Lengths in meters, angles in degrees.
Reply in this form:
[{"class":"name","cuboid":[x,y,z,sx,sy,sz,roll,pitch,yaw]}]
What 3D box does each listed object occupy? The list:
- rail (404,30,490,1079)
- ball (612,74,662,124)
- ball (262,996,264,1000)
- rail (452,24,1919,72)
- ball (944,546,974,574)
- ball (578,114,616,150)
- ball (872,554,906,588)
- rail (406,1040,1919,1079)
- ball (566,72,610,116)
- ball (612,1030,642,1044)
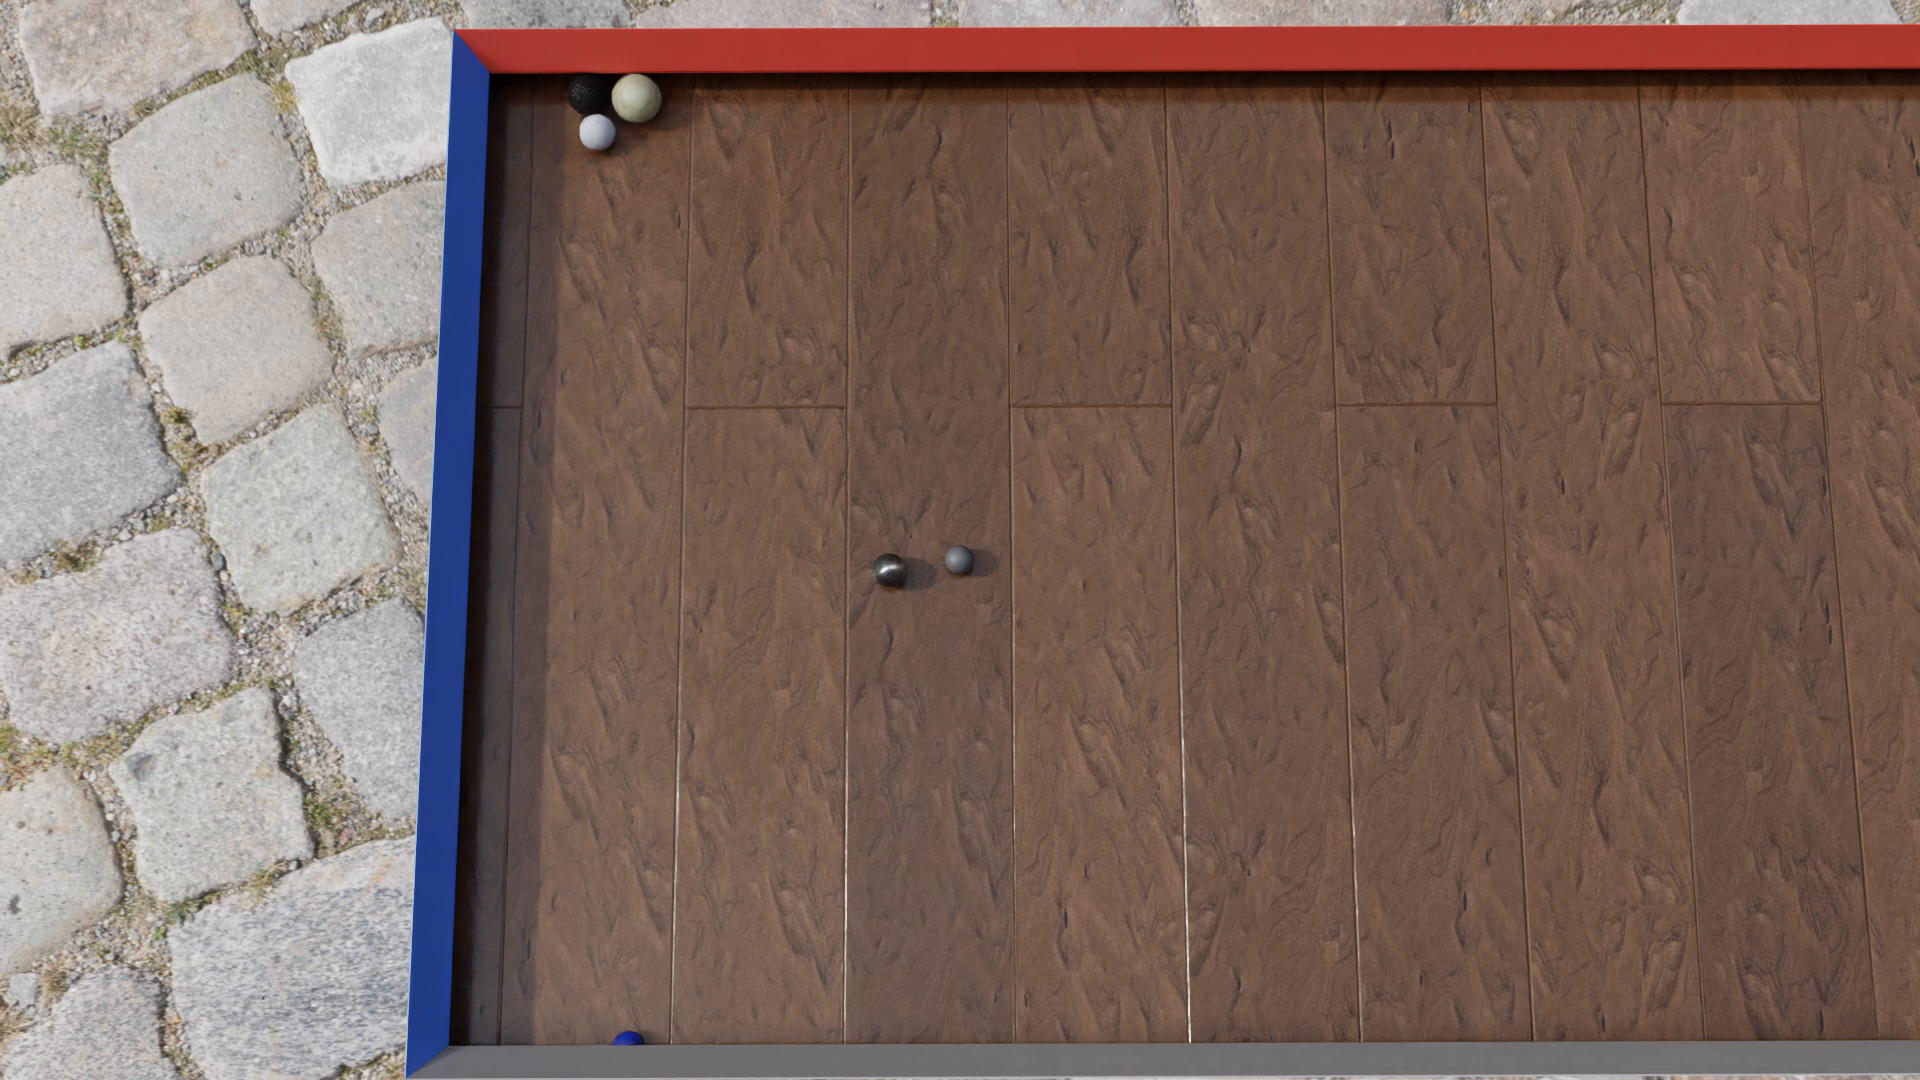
[{"class":"rail","cuboid":[-0.752,-0.004,3.274,0.045,0.123,1.568,0,78,0]},{"class":"ball","cuboid":[-0.506,-0.691,3.440,0.077,0.077,0.077,0,78,0]},{"class":"ball","cuboid":[-20.761,13.649,65.540,0.095,0.095,0.095,0,78,0]},{"class":"rail","cuboid":[0.773,-0.755,3.428,3.104,0.123,0.045,0,78,0]},{"class":"ball","cuboid":[-0.001,0.030,3.309,0.044,0.044,0.044,0,78,0]},{"class":"ball","cuboid":[-0.568,-0.638,3.439,0.057,0.057,0.057,0,78,0]},{"class":"ball","cuboid":[-0.106,0.046,3.301,0.052,0.052,0.052,0,78,0]},{"class":"rail","cuboid":[0.779,0.735,3.122,3.104,0.123,0.045,0,78,0]},{"class":"ball","cuboid":[-0.582,-0.698,3.446,0.067,0.067,0.067,0,78,0]},{"class":"ball","cuboid":[-0.479,0.728,3.166,0.042,0.042,0.042,0,78,0]}]
